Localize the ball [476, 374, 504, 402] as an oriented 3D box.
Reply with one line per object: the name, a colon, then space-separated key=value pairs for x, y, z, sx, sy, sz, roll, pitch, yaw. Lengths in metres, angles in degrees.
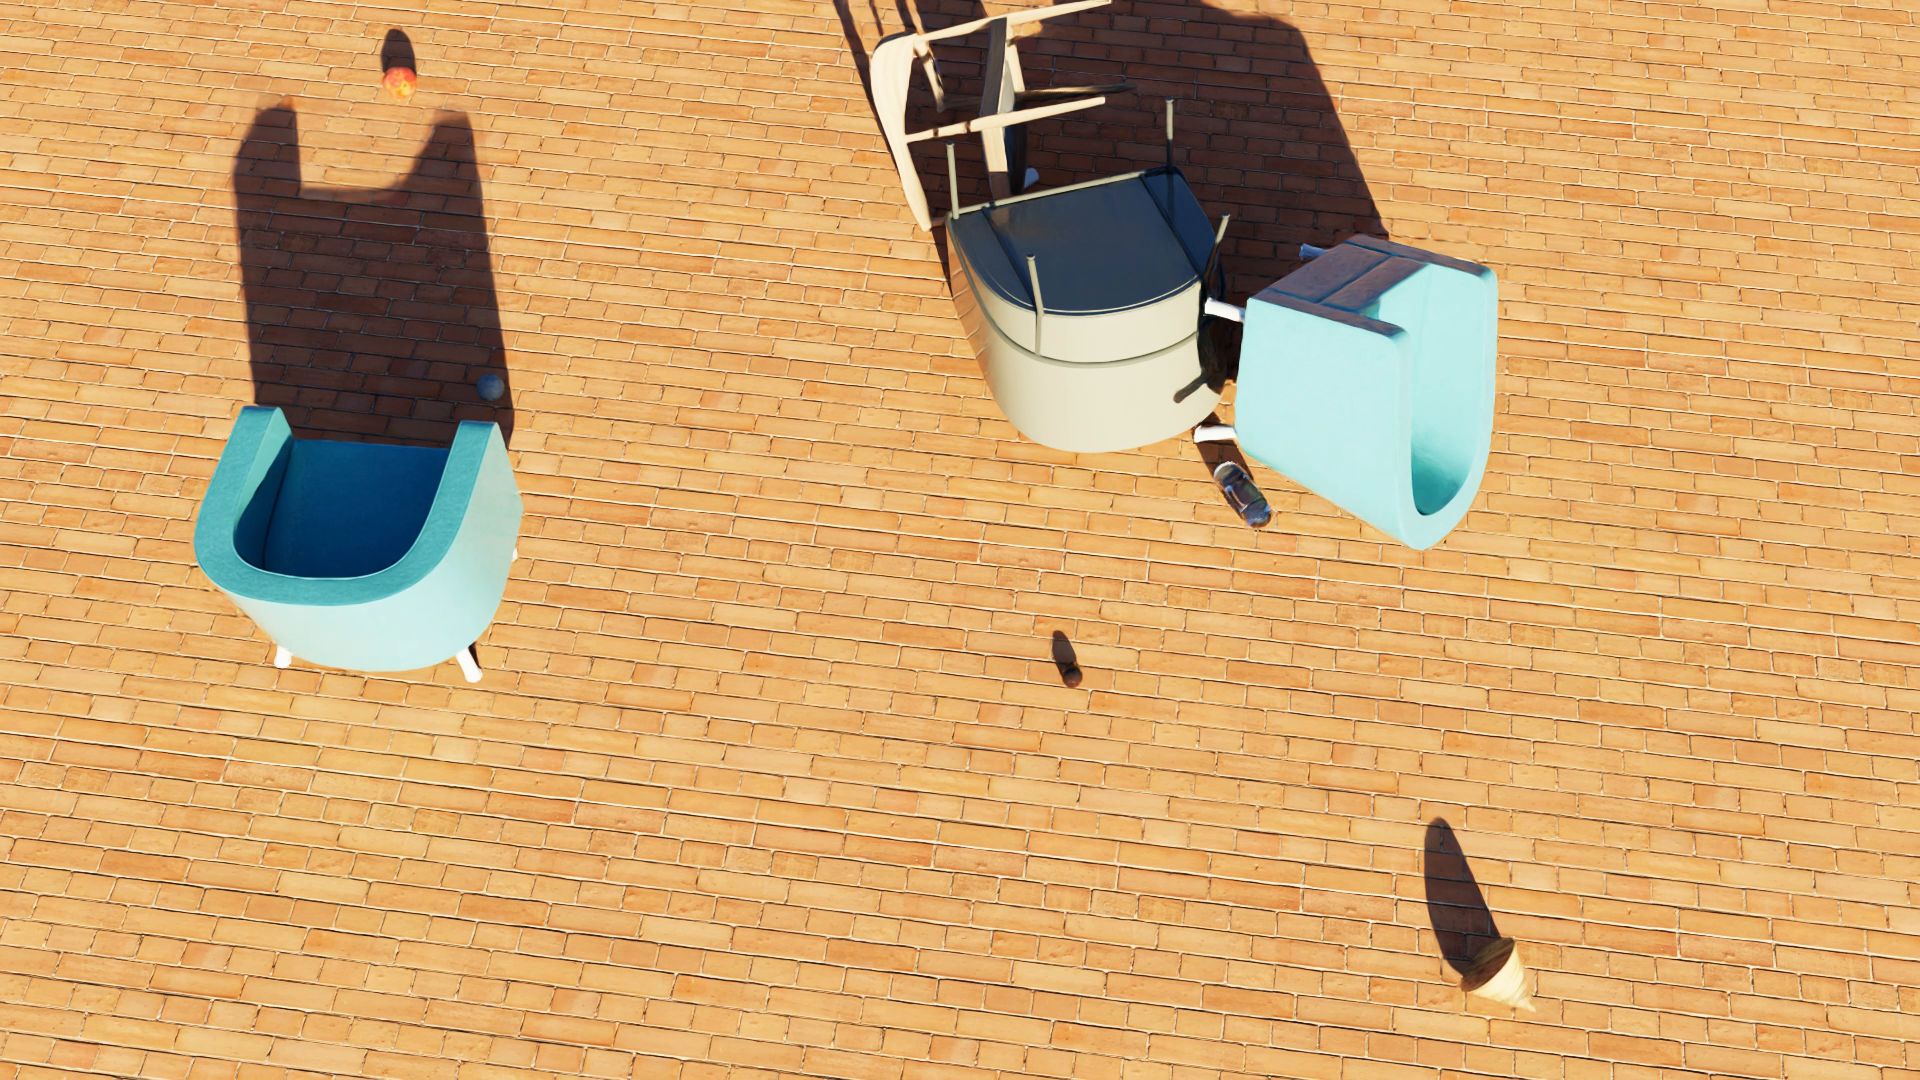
ball: x=-1.461 y=-0.474 z=6.839 sx=0.087 sy=0.087 sz=0.087 roll=0 pitch=56 yaw=0

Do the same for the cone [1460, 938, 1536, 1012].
cone: x=1.439 y=1.171 z=5.738 sx=0.184 sy=0.186 sz=0.192 roll=45 pitch=48 yaw=-4

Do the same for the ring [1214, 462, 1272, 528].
ring: x=0.848 y=-0.134 z=6.593 sx=0.085 sy=0.123 sz=0.240 roll=-33 pitch=68 yaw=-4
